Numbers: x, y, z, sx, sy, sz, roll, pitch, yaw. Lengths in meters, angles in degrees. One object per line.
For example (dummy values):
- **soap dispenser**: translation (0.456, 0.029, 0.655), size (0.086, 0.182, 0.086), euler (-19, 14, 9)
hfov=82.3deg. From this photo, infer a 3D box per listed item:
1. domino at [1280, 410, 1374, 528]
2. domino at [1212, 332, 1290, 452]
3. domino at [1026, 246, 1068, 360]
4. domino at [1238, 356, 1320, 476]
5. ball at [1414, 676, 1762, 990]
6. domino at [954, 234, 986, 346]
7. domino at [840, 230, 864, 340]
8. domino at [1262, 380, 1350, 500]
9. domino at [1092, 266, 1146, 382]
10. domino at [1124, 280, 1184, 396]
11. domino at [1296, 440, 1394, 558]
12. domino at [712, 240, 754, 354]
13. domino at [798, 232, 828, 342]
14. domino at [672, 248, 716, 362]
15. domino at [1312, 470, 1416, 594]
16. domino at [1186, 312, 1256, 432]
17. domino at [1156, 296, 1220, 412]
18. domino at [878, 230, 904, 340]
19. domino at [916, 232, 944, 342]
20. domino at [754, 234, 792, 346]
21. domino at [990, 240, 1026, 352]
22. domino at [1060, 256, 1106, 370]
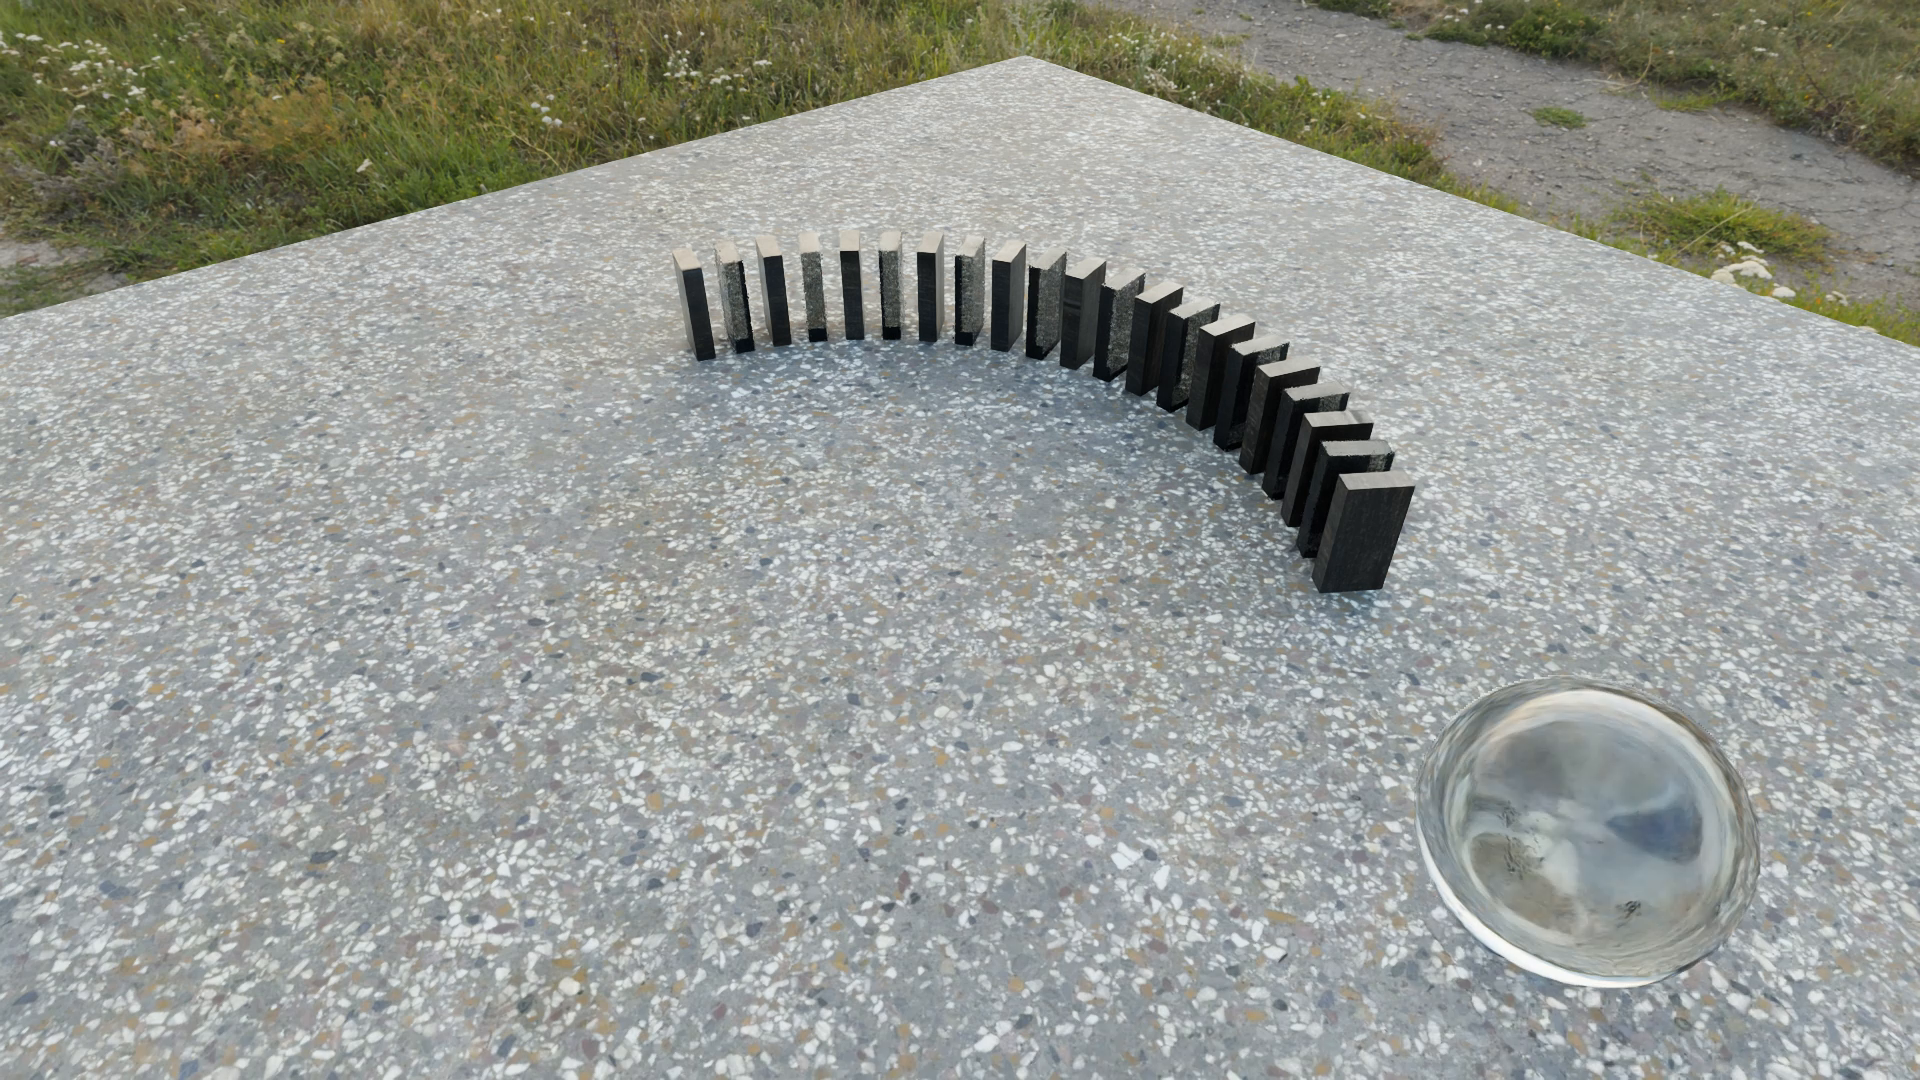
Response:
- **domino**: translation (0.148, -0.028, 0.446), size (0.025, 0.050, 0.009), euler (-4, 40, -5)
- **domino**: translation (0.130, -0.065, 0.491), size (0.025, 0.050, 0.009), euler (-18, 43, -21)
- **domino**: translation (0.044, -0.120, 0.557), size (0.009, 0.050, 0.025), euler (18, 43, 21)
- **domino**: translation (0.138, -0.054, 0.477), size (0.025, 0.050, 0.009), euler (-14, 41, -16)
- **ball**: translation (0.165, 0.077, 0.294), size (0.080, 0.080, 0.080), euler (0, 39, 0)
- **domino**: translation (0.005, -0.129, 0.569), size (0.010, 0.050, 0.025), euler (10, 40, 11)
- **domino**: translation (-0.056, -0.133, 0.574), size (0.010, 0.050, 0.025), euler (-2, 39, -2)
- **domino**: translation (0.144, -0.041, 0.462), size (0.025, 0.050, 0.009), euler (-10, 40, -12)
- **domino**: translation (0.078, -0.106, 0.540), size (0.009, 0.050, 0.025), euler (27, 46, 29)
- **domino**: translation (0.093, -0.097, 0.530), size (0.009, 0.050, 0.025), euler (32, 49, 33)
- **domino**: translation (0.150, -0.015, 0.430), size (0.025, 0.050, 0.010), euler (-2, 39, -3)
- **domino**: translation (-0.116, -0.124, 0.563), size (0.009, 0.050, 0.025), euler (-14, 41, -17)
- **domino**: translation (-0.076, -0.131, 0.572), size (0.009, 0.050, 0.025), euler (-6, 40, -7)
- **domino**: translation (-0.135, -0.119, 0.557), size (0.009, 0.050, 0.025), euler (-15, 42, -18)
- **domino**: translation (0.151, -0.002, 0.414), size (0.025, 0.050, 0.009), euler (-3, 39, -4)
- **domino**: translation (0.119, -0.077, 0.505), size (0.025, 0.050, 0.009), euler (-23, 44, -25)
- **domino**: translation (0.107, -0.087, 0.518), size (0.025, 0.050, 0.009), euler (-27, 47, -29)
- **domino**: translation (-0.035, -0.133, 0.574), size (0.010, 0.050, 0.025), euler (2, 39, 2)
- **domino**: translation (-0.015, -0.132, 0.572), size (0.009, 0.050, 0.025), euler (6, 40, 7)
- **domino**: translation (-0.096, -0.128, 0.568), size (0.009, 0.050, 0.025), euler (-11, 41, -14)
- **domino**: translation (0.025, -0.125, 0.564), size (0.009, 0.050, 0.025), euler (13, 41, 16)
- **domino**: translation (0.061, -0.113, 0.550), size (0.009, 0.050, 0.025), euler (22, 44, 25)
